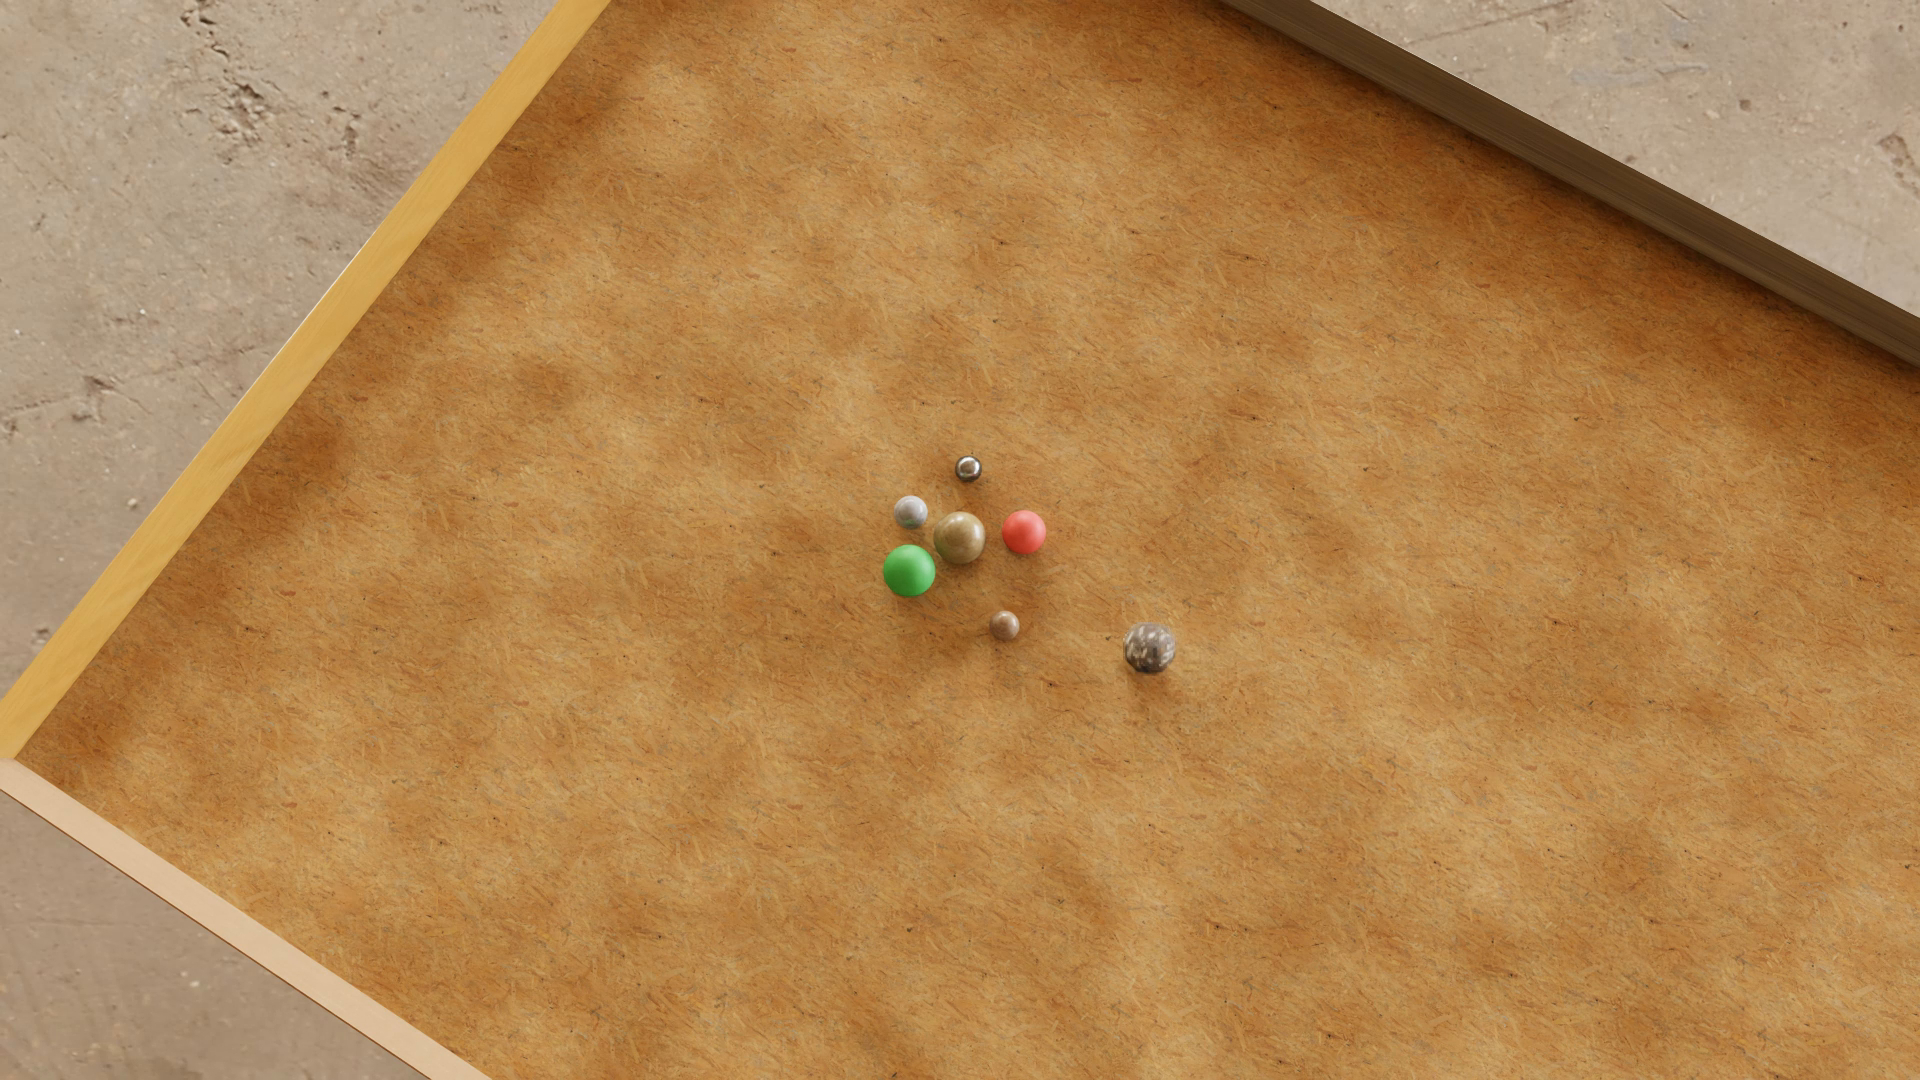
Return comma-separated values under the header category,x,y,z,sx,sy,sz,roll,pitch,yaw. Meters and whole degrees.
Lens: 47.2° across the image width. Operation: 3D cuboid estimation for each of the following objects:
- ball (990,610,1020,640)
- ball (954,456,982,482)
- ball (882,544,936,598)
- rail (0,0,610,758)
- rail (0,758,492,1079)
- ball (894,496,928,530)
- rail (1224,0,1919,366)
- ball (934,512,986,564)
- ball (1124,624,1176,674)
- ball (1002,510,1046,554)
category,x,y,z,sx,sy,sz,roll,pitch,yaw
ball,0.068,0.132,3.395,0.047,0.047,0.047,0,71,0
ball,0.013,-0.113,3.484,0.043,0.043,0.043,0,71,0
ball,-0.079,0.048,3.407,0.082,0.082,0.082,0,71,0
rail,-0.879,-0.526,3.595,0.045,0.108,2.198,31,73,10
rail,0.329,1.382,2.920,4.242,0.108,0.045,31,73,10
ball,-0.078,-0.043,3.454,0.054,0.054,0.054,0,71,0
rail,1.469,-0.337,3.528,4.242,0.108,0.045,31,73,10
ball,0.000,-0.004,3.424,0.083,0.083,0.083,0,71,0
ball,0.291,0.167,3.367,0.079,0.079,0.079,0,71,0
ball,0.100,-0.012,3.435,0.069,0.069,0.069,0,71,0
